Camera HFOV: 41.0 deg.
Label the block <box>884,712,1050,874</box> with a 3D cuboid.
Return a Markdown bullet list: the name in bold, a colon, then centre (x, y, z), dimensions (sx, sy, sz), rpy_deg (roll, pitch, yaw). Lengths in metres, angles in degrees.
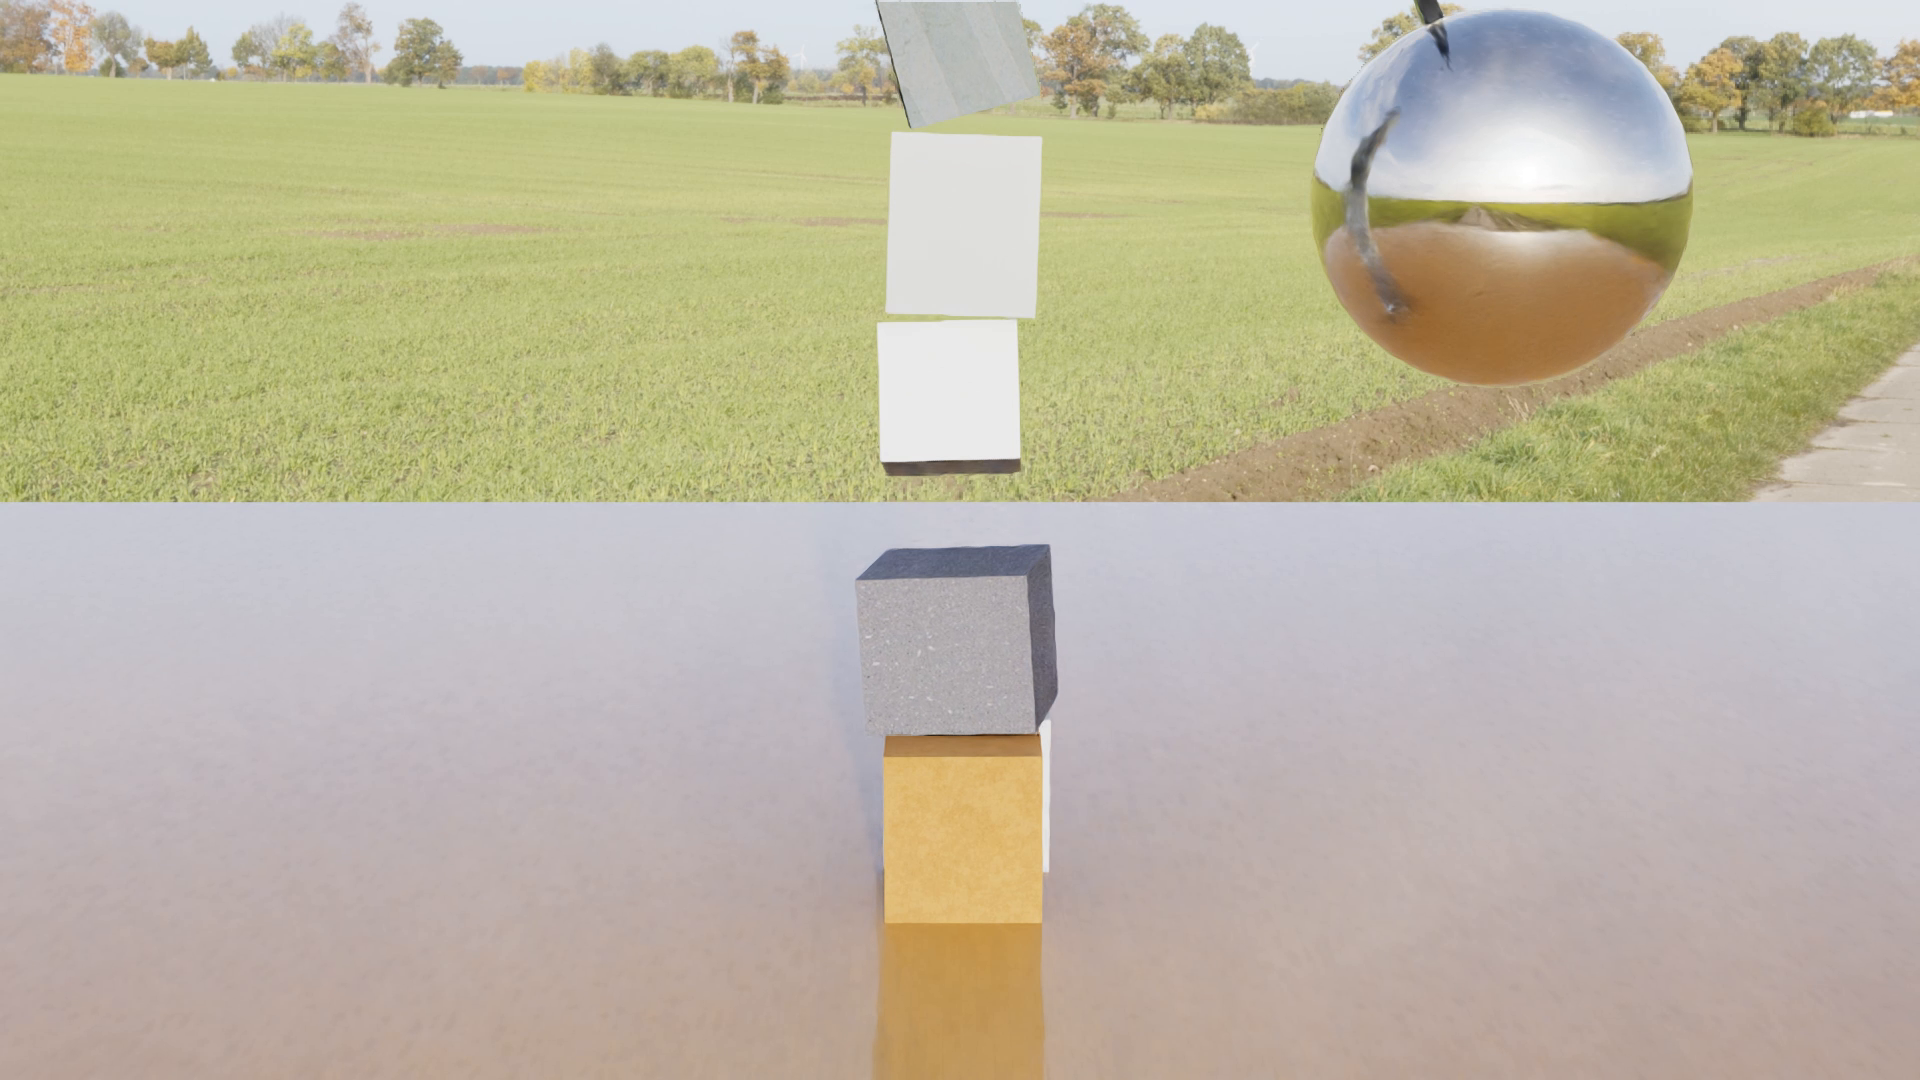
- **block**: centre (0.030, 1.070, 11.717), dimensions (0.730, 0.703, 0.748), rpy_deg (0, 10, 0)

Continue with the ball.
- **ball**: centre (2.295, -1.453, 10.916), dimensions (1.600, 1.600, 1.600), rpy_deg (0, 10, 0)

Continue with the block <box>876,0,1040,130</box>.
- **block**: centre (-0.019, -2.105, 10.885), dimensions (0.557, 0.580, 0.525), rpy_deg (-15, 11, 0)

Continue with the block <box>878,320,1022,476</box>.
- **block**: centre (-0.039, -0.604, 11.035), dimensions (0.587, 0.589, 0.535), rpy_deg (-2, -5, 2)

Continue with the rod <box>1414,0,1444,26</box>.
- **rod**: centre (0.994, -4.543, 10.354), dimensions (0.080, 5.200, 0.080), rpy_deg (-22, 10, 4)

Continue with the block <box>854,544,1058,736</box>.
- **block**: centre (-0.001, 0.429, 11.178), dimensions (0.737, 0.680, 0.695), rpy_deg (-2, 10, 11)

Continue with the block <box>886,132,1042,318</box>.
- **block**: centre (0.012, -1.353, 11.030), dimensions (0.628, 0.750, 0.673), rpy_deg (2, 7, -1)

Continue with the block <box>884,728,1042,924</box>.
- **block**: centre (0.013, 1.190, 11.011), dimensions (0.660, 0.718, 0.676), rpy_deg (0, 10, 0)
